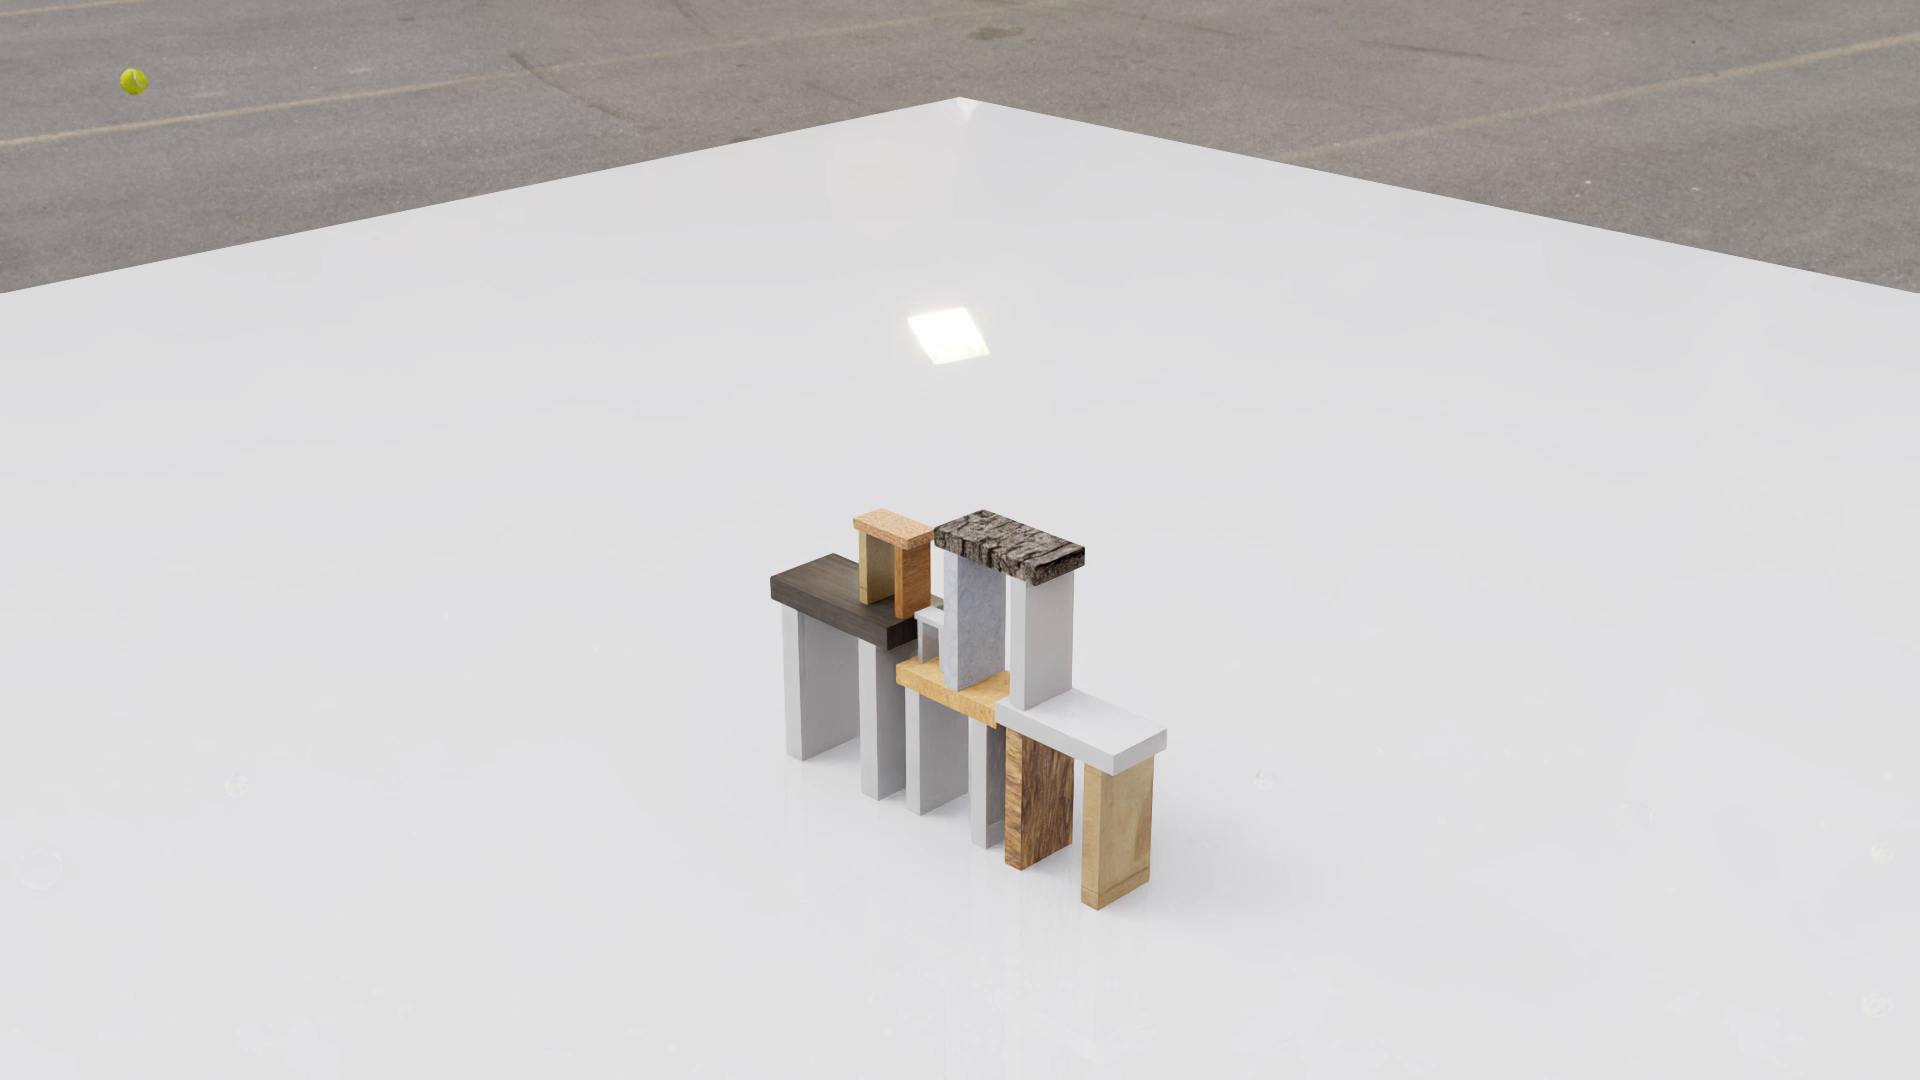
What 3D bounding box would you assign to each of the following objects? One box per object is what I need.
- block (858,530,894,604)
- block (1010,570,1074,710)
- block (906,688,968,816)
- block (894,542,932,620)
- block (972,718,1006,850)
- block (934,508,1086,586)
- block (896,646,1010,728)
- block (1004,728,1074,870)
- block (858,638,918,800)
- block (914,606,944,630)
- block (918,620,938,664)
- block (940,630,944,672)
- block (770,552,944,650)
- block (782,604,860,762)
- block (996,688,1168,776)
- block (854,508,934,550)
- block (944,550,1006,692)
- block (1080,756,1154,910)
[{"bbox_3d":[-0.167,0.045,4.425,0.022,0.156,0.078,21,31,41],"label":"block"},{"bbox_3d":[0.154,0.176,4.133,0.038,0.265,0.133,21,31,41],"label":"block"},{"bbox_3d":[-0.045,0.406,4.448,0.039,0.278,0.139,21,31,41],"label":"block"},{"bbox_3d":[-0.093,0.074,4.357,0.022,0.156,0.078,21,31,41],"label":"block"},{"bbox_3d":[0.086,0.457,4.328,0.039,0.278,0.139,21,31,41],"label":"block"},{"bbox_3d":[0.092,0.012,4.132,0.133,0.038,0.266,-21,31,-41],"label":"block"},{"bbox_3d":[0.020,0.285,4.326,0.278,0.039,0.139,21,31,41],"label":"block"},{"bbox_3d":[0.155,0.476,4.256,0.042,0.299,0.149,21,31,41],"label":"block"},{"bbox_3d":[-0.123,0.341,4.506,0.050,0.353,0.176,21,31,41],"label":"block"},{"bbox_3d":[-0.041,0.155,4.330,0.092,0.013,0.046,21,31,41],"label":"block"},{"bbox_3d":[-0.063,0.195,4.370,0.013,0.092,0.046,21,31,41],"label":"block"},{"bbox_3d":[-0.020,0.212,4.331,0.013,0.092,0.046,21,31,41],"label":"block"},{"bbox_3d":[-0.206,0.123,4.504,0.353,0.050,0.176,21,31,41],"label":"block"},{"bbox_3d":[-0.290,0.276,4.659,0.050,0.353,0.176,21,31,41],"label":"block"},{"bbox_3d":[0.225,0.347,4.124,0.299,0.042,0.149,21,31,41],"label":"block"},{"bbox_3d":[-0.130,-0.023,4.356,0.156,0.022,0.078,21,31,41],"label":"block"},{"bbox_3d":[0.029,0.138,4.253,0.038,0.289,0.133,21,31,41],"label":"block"},{"bbox_3d":[0.296,0.531,4.126,0.042,0.299,0.149,21,31,41],"label":"block"}]
